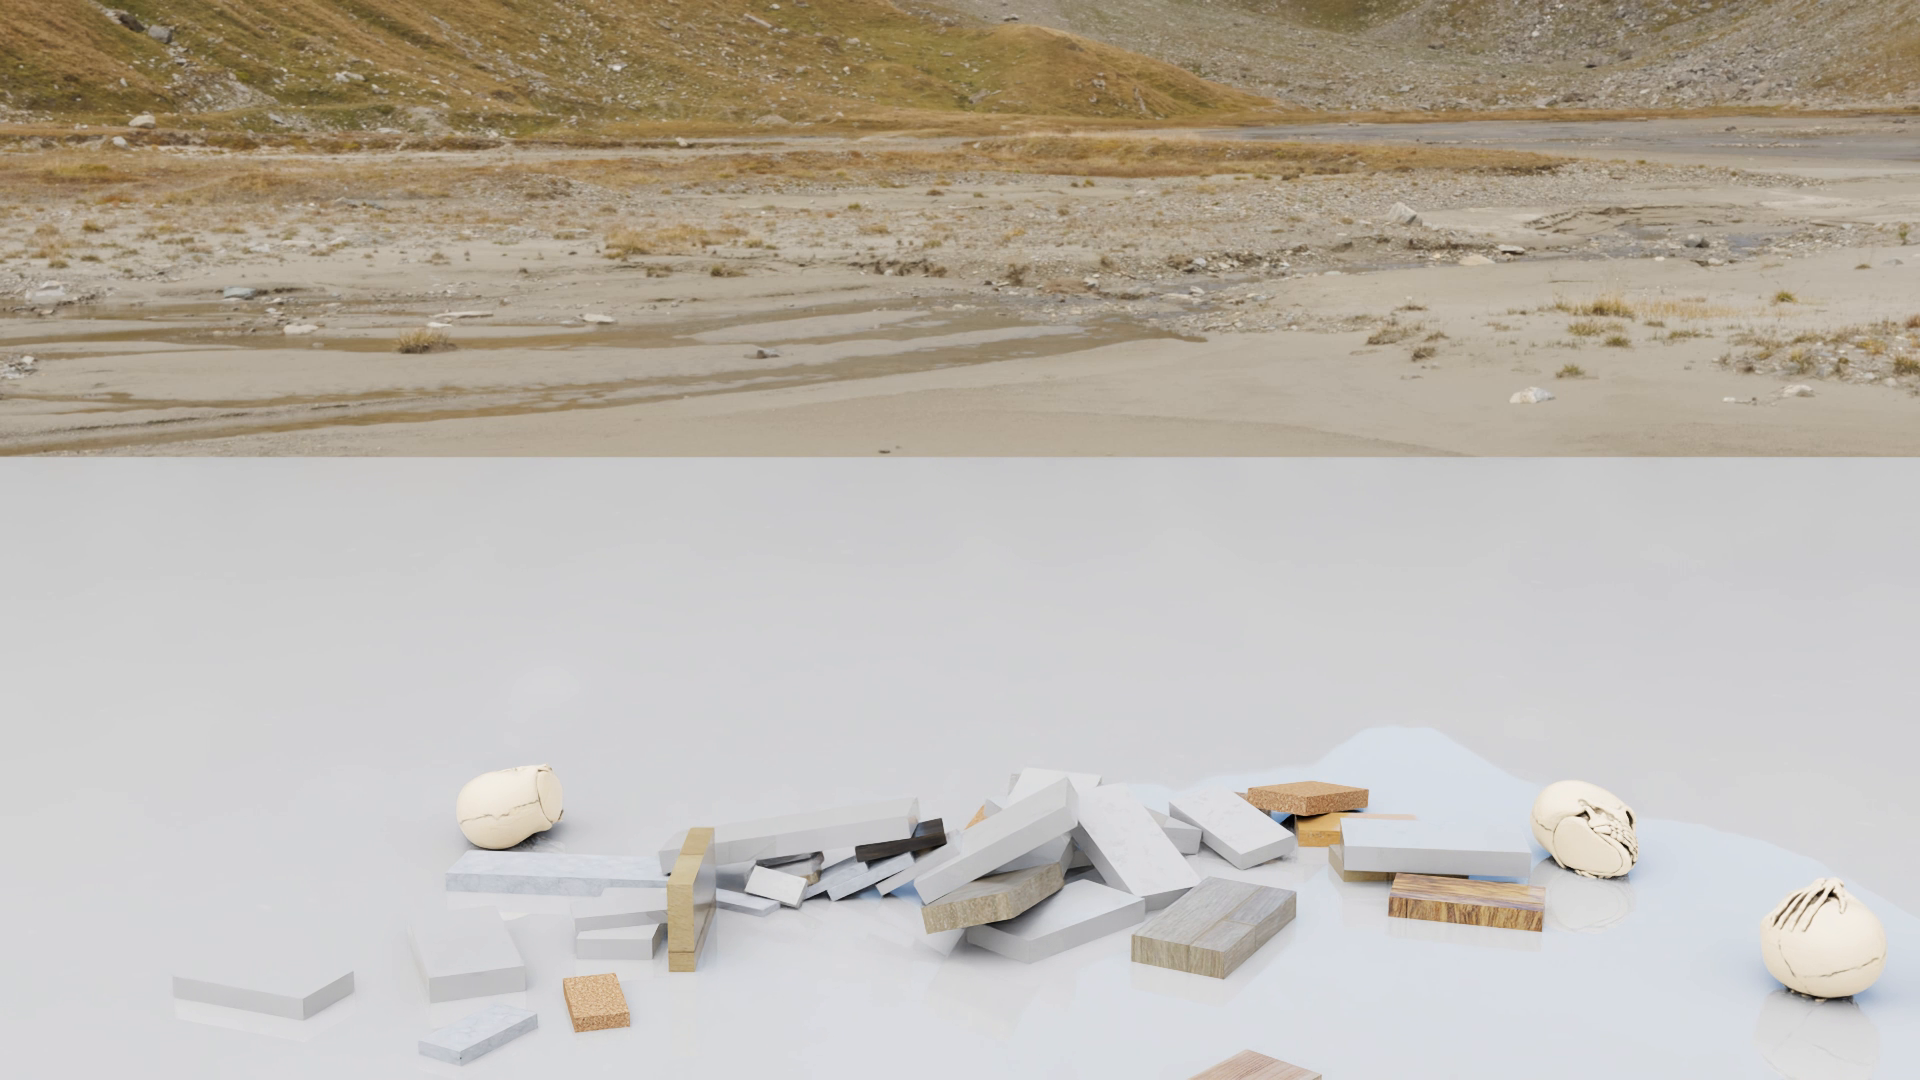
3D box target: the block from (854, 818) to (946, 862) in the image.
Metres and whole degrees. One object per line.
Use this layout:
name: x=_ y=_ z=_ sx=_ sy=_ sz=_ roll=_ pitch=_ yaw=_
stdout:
block: x=-0.100 y=0.499 z=3.661 sx=0.150 sy=0.021 sz=0.075 roll=-12 pitch=10 yaw=-1

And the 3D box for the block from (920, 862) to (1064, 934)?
block: x=0.056 y=0.564 z=3.475 sx=0.143 sy=0.040 sz=0.285 roll=-14 pitch=-3 yaw=18

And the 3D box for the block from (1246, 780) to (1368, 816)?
block: x=0.644 y=0.476 z=4.060 sx=0.121 sy=0.034 sz=0.241 roll=5 pitch=1 yaw=38

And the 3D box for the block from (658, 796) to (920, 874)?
block: x=-0.284 y=0.494 z=3.688 sx=0.422 sy=0.038 sz=0.134 roll=-9 pitch=6 yaw=7

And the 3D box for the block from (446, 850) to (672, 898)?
block: x=-0.650 y=0.565 z=3.712 sx=0.410 sy=0.033 sz=0.117 roll=1 pitch=11 yaw=6

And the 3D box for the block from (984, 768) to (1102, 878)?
block: x=0.136 y=0.498 z=3.782 sx=0.143 sy=0.040 sz=0.285 roll=4 pitch=32 yaw=21

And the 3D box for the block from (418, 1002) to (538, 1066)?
block: x=-0.672 y=0.690 z=3.072 sx=0.077 sy=0.022 sz=0.155 roll=6 pitch=12 yaw=30

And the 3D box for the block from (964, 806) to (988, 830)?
block: x=0.071 y=0.526 z=3.928 sx=0.112 sy=0.032 sz=0.225 roll=2 pitch=11 yaw=13

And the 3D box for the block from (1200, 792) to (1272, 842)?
block: x=0.494 y=0.508 z=4.028 sx=0.108 sy=0.031 sz=0.216 roll=4 pitch=11 yaw=20

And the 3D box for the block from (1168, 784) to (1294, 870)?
block: x=0.479 y=0.506 z=3.894 sx=0.112 sy=0.032 sz=0.225 roll=-16 pitch=25 yaw=-24

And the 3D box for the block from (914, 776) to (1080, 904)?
block: x=0.062 y=0.497 z=3.648 sx=0.285 sy=0.040 sz=0.143 roll=-29 pitch=10 yaw=10

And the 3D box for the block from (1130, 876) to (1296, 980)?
block: x=0.403 y=0.607 z=3.461 sx=0.153 sy=0.043 sz=0.306 roll=6 pitch=12 yaw=29

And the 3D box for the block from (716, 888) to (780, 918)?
block: x=-0.362 y=0.595 z=3.606 sx=0.127 sy=0.014 sz=0.048 roll=6 pitch=12 yaw=29

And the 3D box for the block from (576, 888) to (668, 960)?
block: x=-0.527 y=0.607 z=3.489 sx=0.117 sy=0.033 sz=0.233 roll=0 pitch=11 yaw=2

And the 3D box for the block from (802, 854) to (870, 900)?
block: x=-0.209 y=0.558 z=3.658 sx=0.122 sy=0.017 sz=0.061 roll=-25 pitch=9 yaw=5

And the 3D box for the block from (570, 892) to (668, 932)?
block: x=-0.532 y=0.585 z=3.457 sx=0.155 sy=0.022 sz=0.077 roll=-3 pitch=11 yaw=-16

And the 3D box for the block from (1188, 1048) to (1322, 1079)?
block: x=0.348 y=0.726 z=2.841 sx=0.121 sy=0.034 sz=0.241 roll=10 pitch=14 yaw=42

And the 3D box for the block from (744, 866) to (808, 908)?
block: x=-0.302 y=0.570 z=3.615 sx=0.095 sy=0.048 sz=0.014 roll=11 pitch=-29 yaw=21

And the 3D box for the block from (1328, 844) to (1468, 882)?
block: x=0.754 y=0.553 z=3.784 sx=0.216 sy=0.031 sz=0.108 roll=-1 pitch=11 yaw=-4

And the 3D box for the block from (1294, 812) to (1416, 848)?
block: x=0.714 y=0.522 z=3.952 sx=0.216 sy=0.031 sz=0.108 roll=1 pitch=11 yaw=4

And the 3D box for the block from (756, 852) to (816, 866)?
block: x=-0.288 y=0.526 z=3.674 sx=0.095 sy=0.014 sz=0.048 roll=-13 pitch=5 yaw=14

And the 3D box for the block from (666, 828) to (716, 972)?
block: x=-0.419 y=0.560 z=3.450 sx=0.039 sy=0.139 sz=0.277 roll=0 pitch=11 yaw=1

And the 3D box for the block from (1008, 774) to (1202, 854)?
block: x=0.257 y=0.493 z=3.980 sx=0.153 sy=0.043 sz=0.375 roll=9 pitch=4 yaw=-35

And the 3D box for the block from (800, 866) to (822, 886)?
block: x=-0.293 y=0.567 z=3.658 sx=0.122 sy=0.017 sz=0.061 roll=-15 pitch=10 yaw=4

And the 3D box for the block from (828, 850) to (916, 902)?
block: x=-0.147 y=0.550 z=3.659 sx=0.150 sy=0.021 sz=0.075 roll=-25 pitch=10 yaw=4

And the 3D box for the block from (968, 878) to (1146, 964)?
block: x=0.155 y=0.603 z=3.492 sx=0.268 sy=0.038 sz=0.134 roll=-10 pitch=15 yaw=-43

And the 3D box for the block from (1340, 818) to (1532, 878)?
block: x=0.806 y=0.523 z=3.745 sx=0.306 sy=0.043 sz=0.153 roll=1 pitch=11 yaw=7

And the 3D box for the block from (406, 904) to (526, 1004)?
block: x=-0.756 y=0.628 z=3.354 sx=0.139 sy=0.039 sz=0.277 roll=-4 pitch=11 yaw=-20

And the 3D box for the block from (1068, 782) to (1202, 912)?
block: x=0.281 y=0.514 z=3.686 sx=0.134 sy=0.038 sz=0.268 roll=-6 pitch=36 yaw=-28

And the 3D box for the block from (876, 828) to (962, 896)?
block: x=-0.068 y=0.535 z=3.661 sx=0.150 sy=0.021 sz=0.075 roll=-29 pitch=9 yaw=9

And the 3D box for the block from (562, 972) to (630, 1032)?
block: x=-0.527 y=0.669 z=3.184 sx=0.077 sy=0.022 sz=0.155 roll=-3 pitch=11 yaw=-16

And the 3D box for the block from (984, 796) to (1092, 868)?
block: x=0.156 y=0.510 z=3.872 sx=0.113 sy=0.032 sz=0.225 roll=-2 pitch=20 yaw=-39

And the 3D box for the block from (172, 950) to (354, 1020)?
block: x=-1.025 y=0.653 z=3.237 sx=0.233 sy=0.033 sz=0.117 roll=4 pitch=11 yaw=21

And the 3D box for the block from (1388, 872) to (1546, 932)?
block: x=0.826 y=0.589 z=3.581 sx=0.241 sy=0.034 sz=0.121 roll=3 pitch=11 yaw=17

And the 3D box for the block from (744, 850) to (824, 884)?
block: x=-0.293 y=0.547 z=3.667 sx=0.122 sy=0.017 sz=0.061 roll=-13 pitch=10 yaw=19
